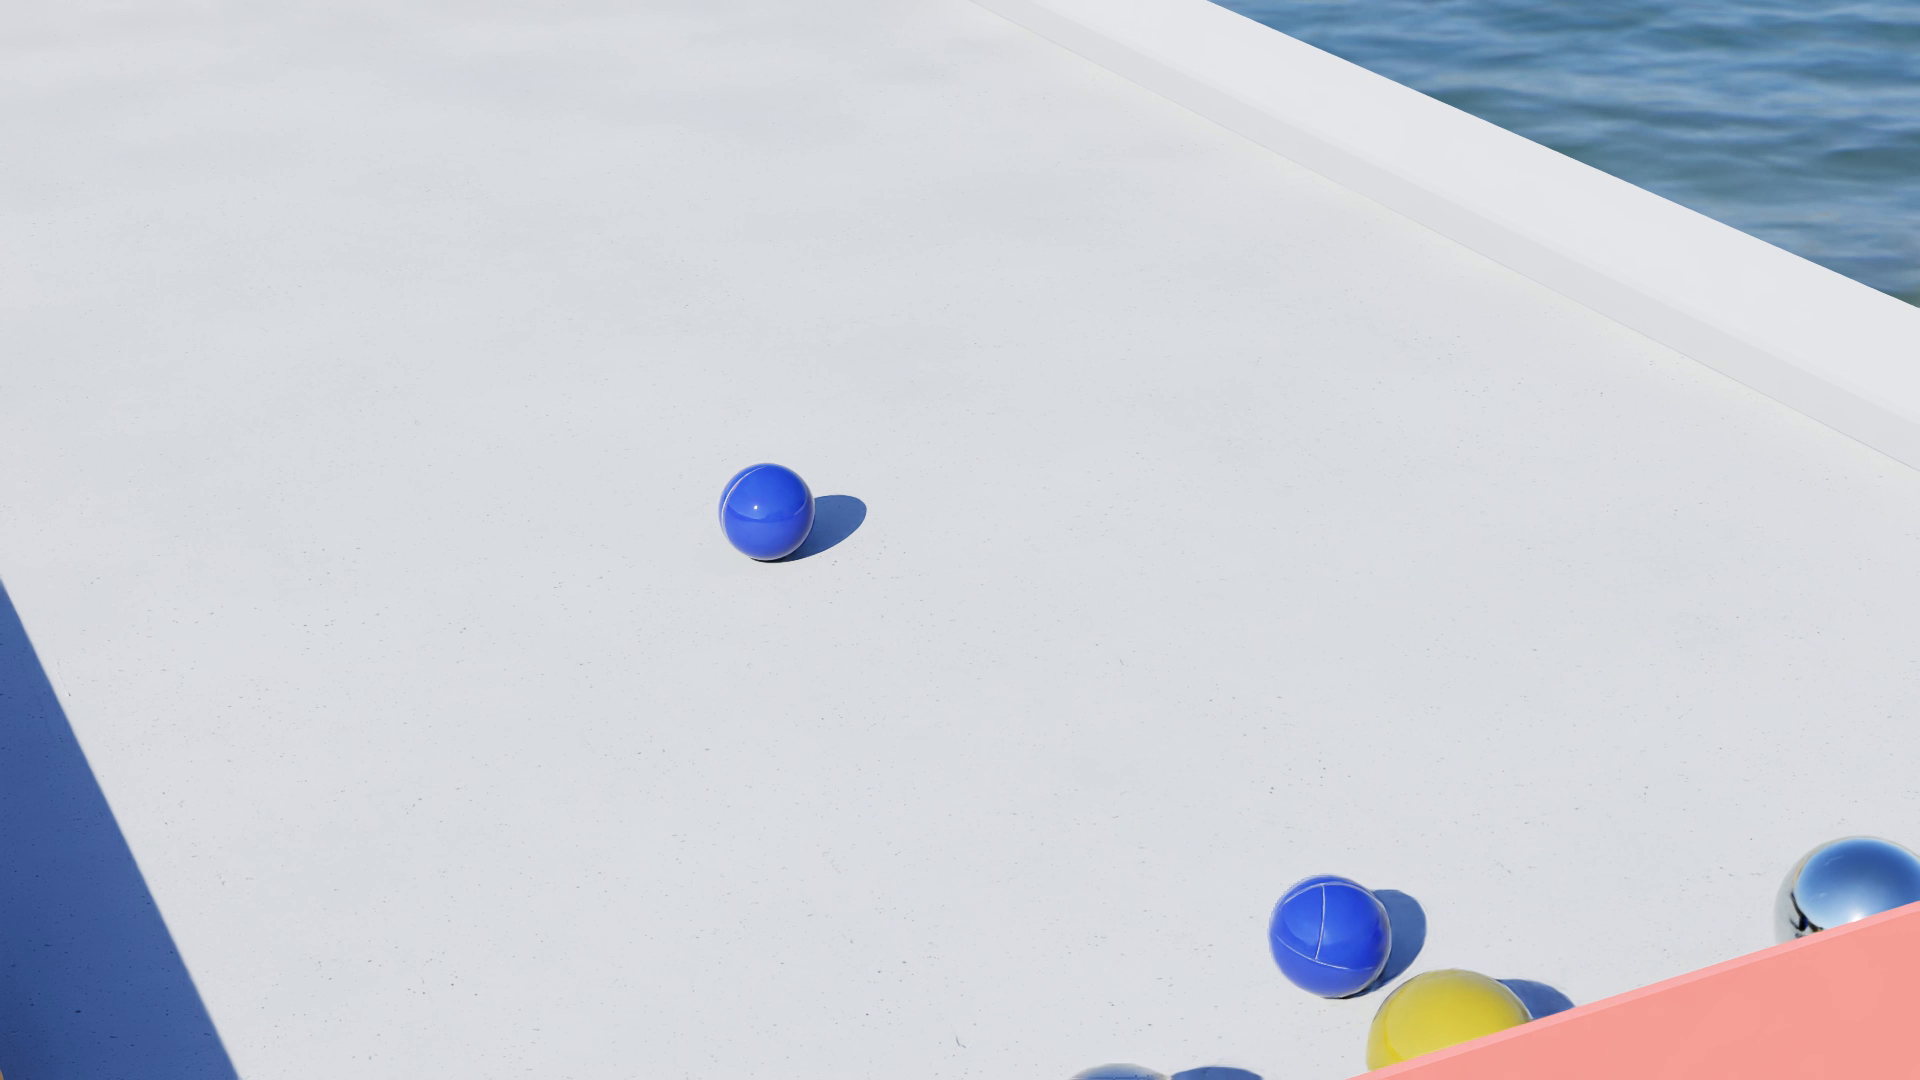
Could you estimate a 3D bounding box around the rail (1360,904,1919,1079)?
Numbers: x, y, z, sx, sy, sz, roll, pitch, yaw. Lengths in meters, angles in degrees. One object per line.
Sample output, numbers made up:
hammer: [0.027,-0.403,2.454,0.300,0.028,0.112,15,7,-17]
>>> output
rail: [0.342,0.265,1.486,1.572,0.127,0.045,-12,27,-24]

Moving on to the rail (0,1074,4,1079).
rail: [-1.034,-0.169,2.433,0.045,0.127,3.142,-12,27,-24]

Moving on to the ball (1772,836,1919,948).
ball: [0.503,0.213,1.637,0.097,0.097,0.097,0,25,0]

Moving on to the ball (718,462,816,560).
ball: [-0.143,-0.021,2.177,0.073,0.073,0.073,0,25,0]

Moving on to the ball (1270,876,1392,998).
ball: [0.208,0.223,1.651,0.068,0.068,0.068,0,25,0]

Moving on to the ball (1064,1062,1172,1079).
ball: [0.078,0.304,1.443,0.094,0.094,0.094,0,25,0]

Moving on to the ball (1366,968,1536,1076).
ball: [0.256,0.268,1.525,0.091,0.091,0.091,0,25,0]

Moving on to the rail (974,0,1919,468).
rail: [0.329,-0.454,3.054,0.045,0.127,3.142,-12,27,-24]
